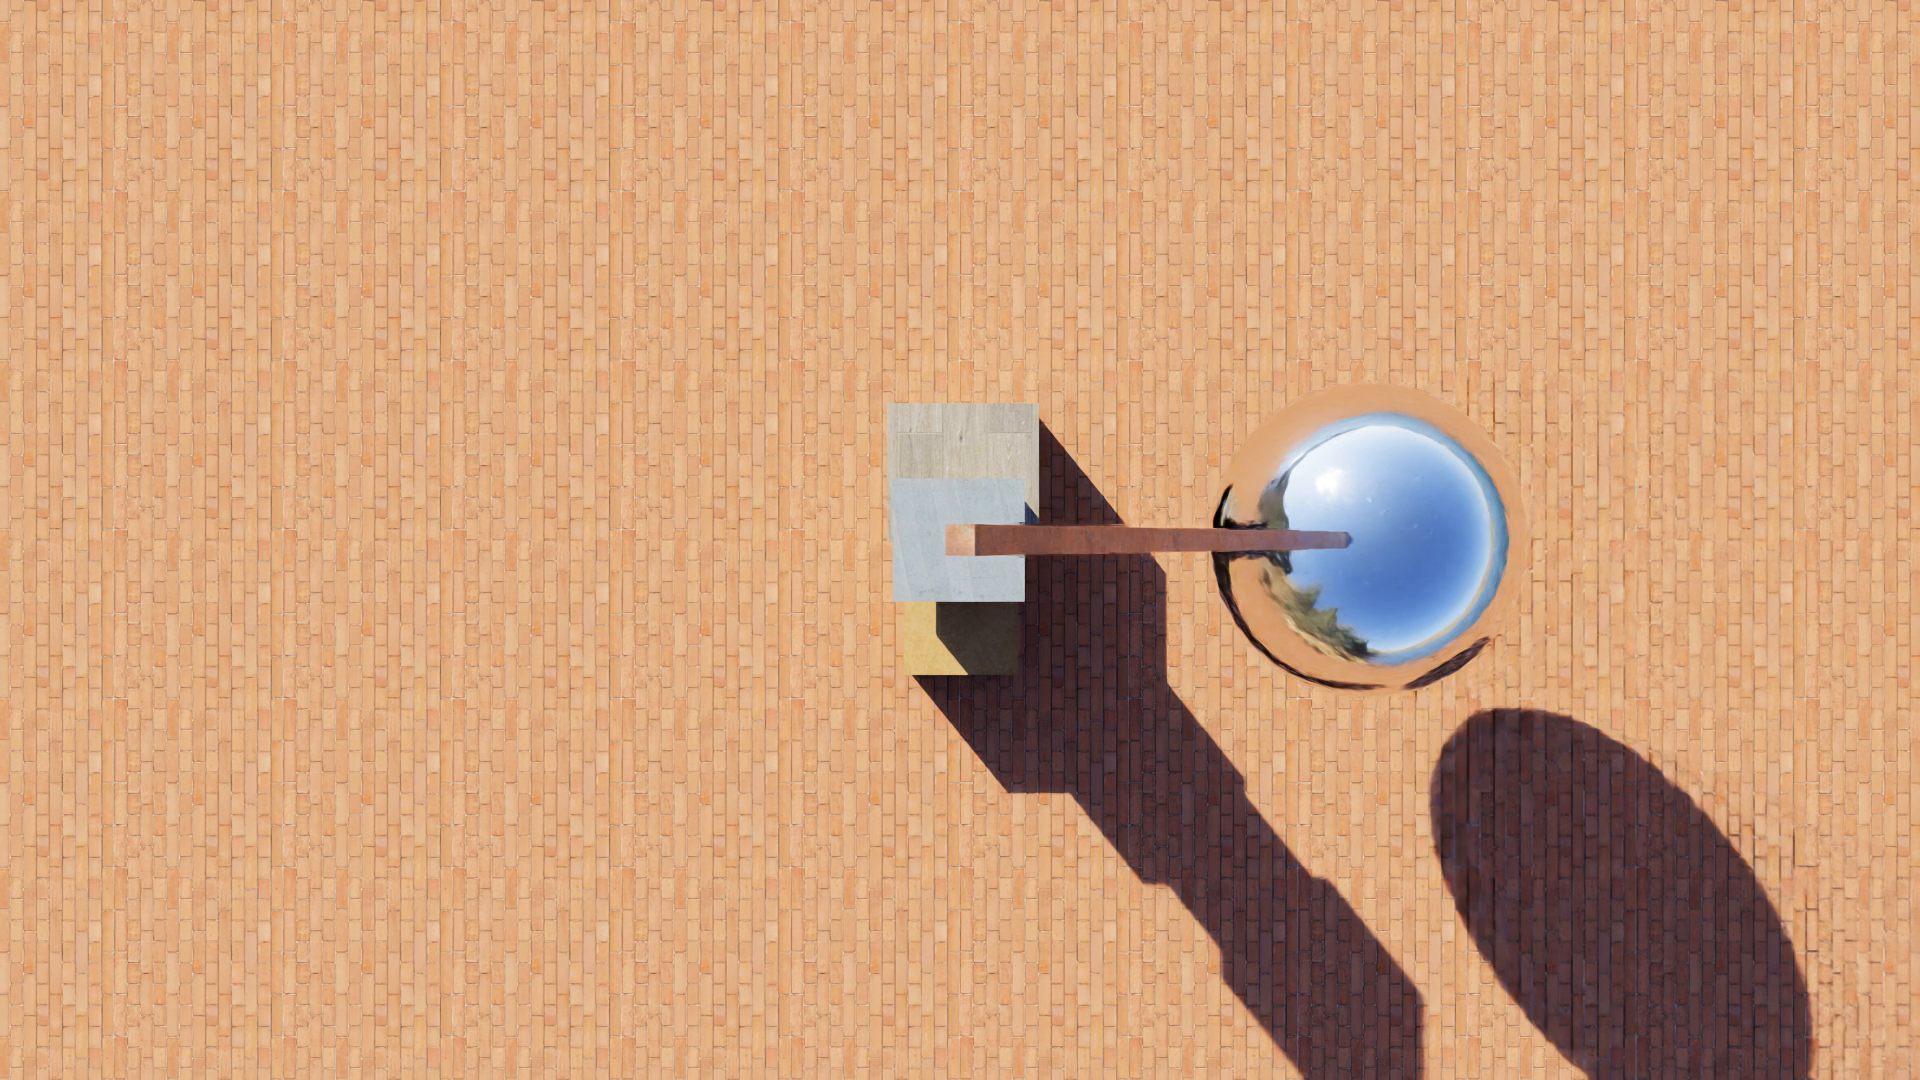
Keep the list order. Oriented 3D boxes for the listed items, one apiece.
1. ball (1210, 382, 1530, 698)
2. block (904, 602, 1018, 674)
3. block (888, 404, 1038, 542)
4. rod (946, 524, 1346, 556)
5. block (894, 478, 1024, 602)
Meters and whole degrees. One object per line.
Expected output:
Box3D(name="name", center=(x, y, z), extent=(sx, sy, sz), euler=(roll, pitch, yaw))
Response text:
Box3D(name="ball", center=(2.074, 0.000, 11.193), extent=(1.600, 1.600, 1.600), euler=(0, 90, 0))
Box3D(name="block", center=(0.005, 0.392, 12.705), extent=(0.645, 0.590, 0.738), euler=(0, 90, 0))
Box3D(name="block", center=(0.016, -0.374, 12.615), extent=(0.845, 0.770, 0.775), euler=(0, 90, 0))
Box3D(name="rod", center=(0.899, 0.000, 8.003), extent=(0.080, 5.200, 0.080), euler=(0, 90, 20))
Box3D(name="block", center=(-0.006, 0.000, 10.888), extent=(0.635, 0.567, 0.593), euler=(0, 90, 0))
